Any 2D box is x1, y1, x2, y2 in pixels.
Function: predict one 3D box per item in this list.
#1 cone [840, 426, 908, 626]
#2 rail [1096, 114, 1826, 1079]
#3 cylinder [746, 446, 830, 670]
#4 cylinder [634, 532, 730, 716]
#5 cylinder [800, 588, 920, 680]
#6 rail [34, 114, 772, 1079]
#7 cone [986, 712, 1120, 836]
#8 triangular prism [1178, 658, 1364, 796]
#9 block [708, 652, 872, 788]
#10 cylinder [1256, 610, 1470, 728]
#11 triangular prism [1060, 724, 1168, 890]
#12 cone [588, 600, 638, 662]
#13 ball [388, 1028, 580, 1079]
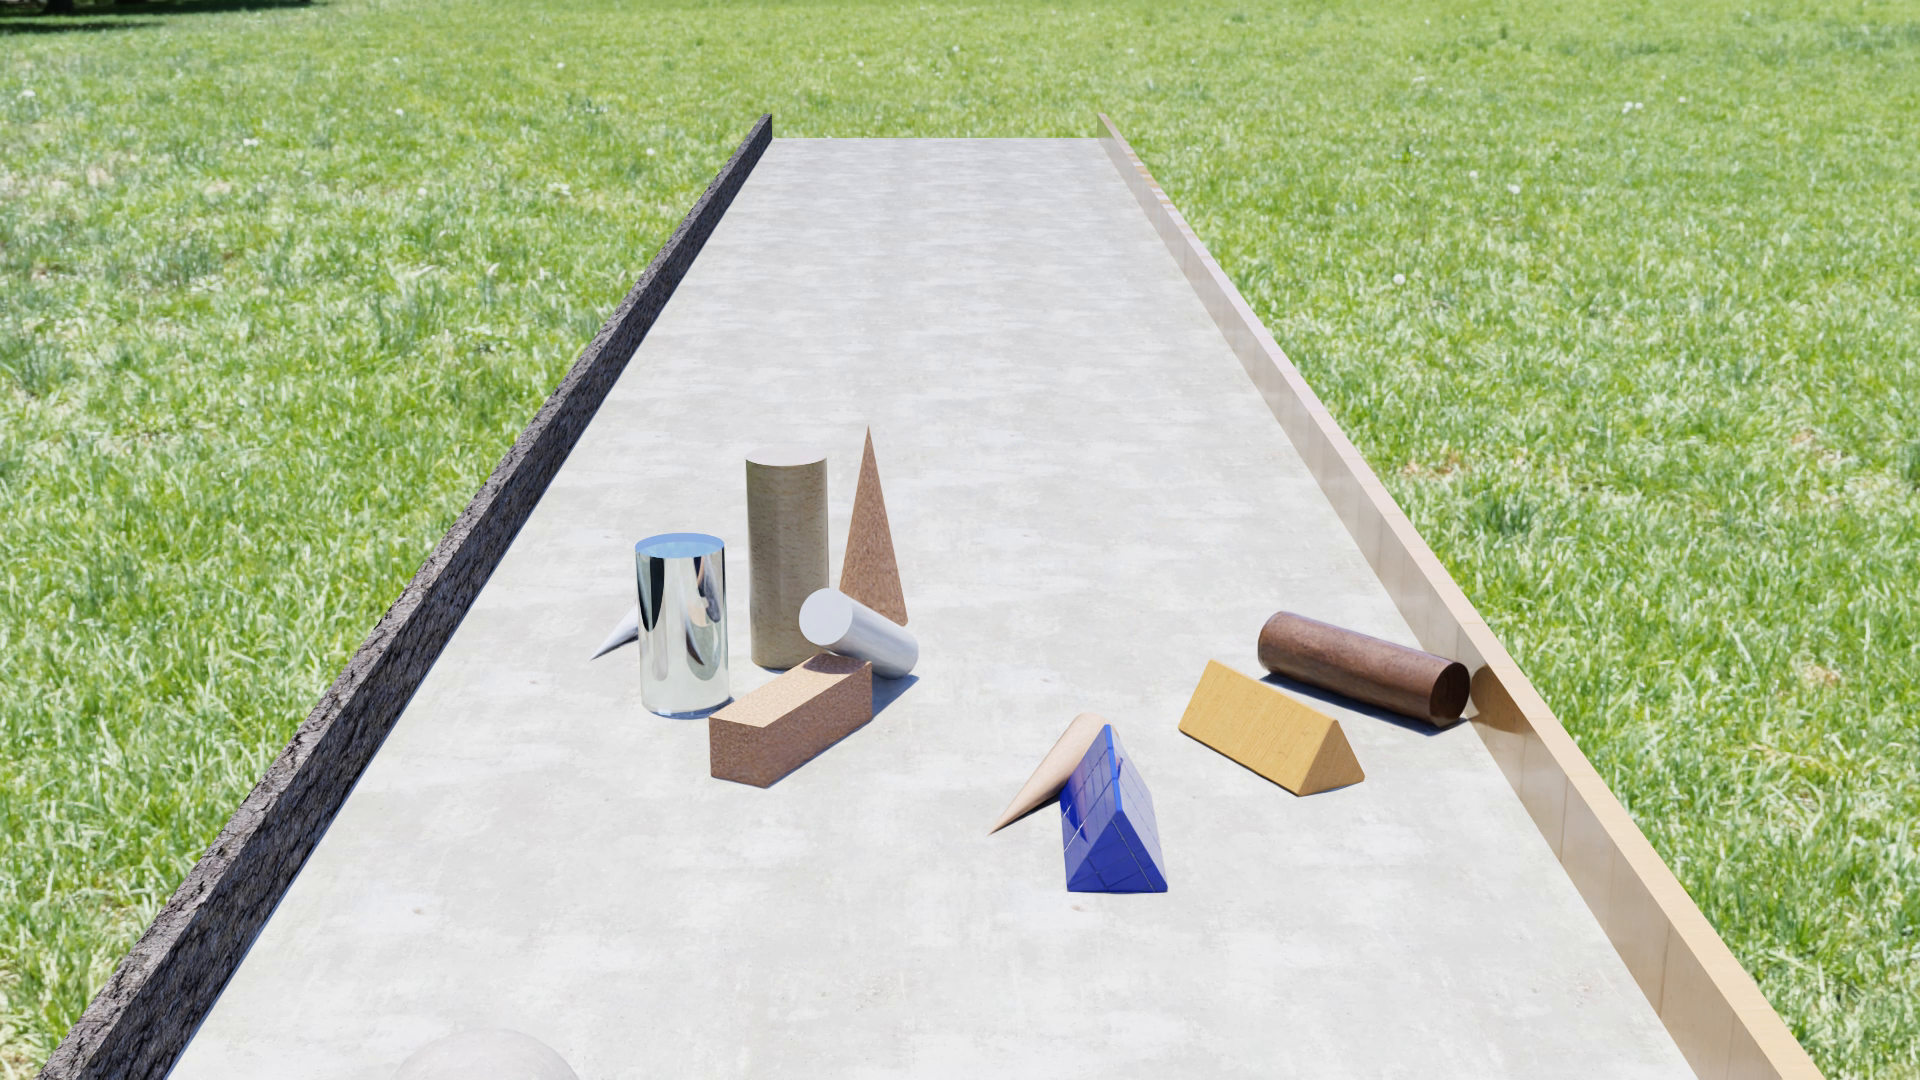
[{"bbox_3d":[-0.189,-0.034,4.588,0.159,0.430,0.159,0,17,0],"label":"cone"},{"bbox_3d":[0.932,-0.844,7.801,0.050,0.150,12.000,0,17,-1],"label":"rail"},{"bbox_3d":[-0.341,0.035,4.372,0.160,0.419,0.160,0,17,0],"label":"cylinder"},{"bbox_3d":[-0.524,0.158,4.154,0.167,0.309,0.167,0,17,0],"label":"cylinder"},{"bbox_3d":[-0.188,0.181,4.166,0.107,0.107,0.332,7,-12,23],"label":"cylinder"},{"bbox_3d":[-1.118,-0.838,7.780,0.050,0.150,12.000,0,17,-1],"label":"rail"},{"bbox_3d":[0.140,0.418,3.735,0.100,0.100,0.373,10,27,31],"label":"cone"},{"bbox_3d":[0.551,0.322,3.913,0.145,0.125,0.355,-10,19,-28],"label":"triangular prism"},{"bbox_3d":[-0.299,0.319,3.957,0.112,0.112,0.374,8,19,26],"label":"block"},{"bbox_3d":[0.764,0.243,4.189,0.126,0.126,0.408,-15,22,-40],"label":"cylinder"},{"bbox_3d":[0.246,0.425,3.552,0.154,0.133,0.363,1,17,1],"label":"triangular prism"},{"bbox_3d":[-0.673,0.169,4.567,0.104,0.104,0.389,7,25,22],"label":"cone"},{"bbox_3d":[-0.541,0.682,2.489,0.255,0.255,0.255,0,17,0],"label":"ball"}]
